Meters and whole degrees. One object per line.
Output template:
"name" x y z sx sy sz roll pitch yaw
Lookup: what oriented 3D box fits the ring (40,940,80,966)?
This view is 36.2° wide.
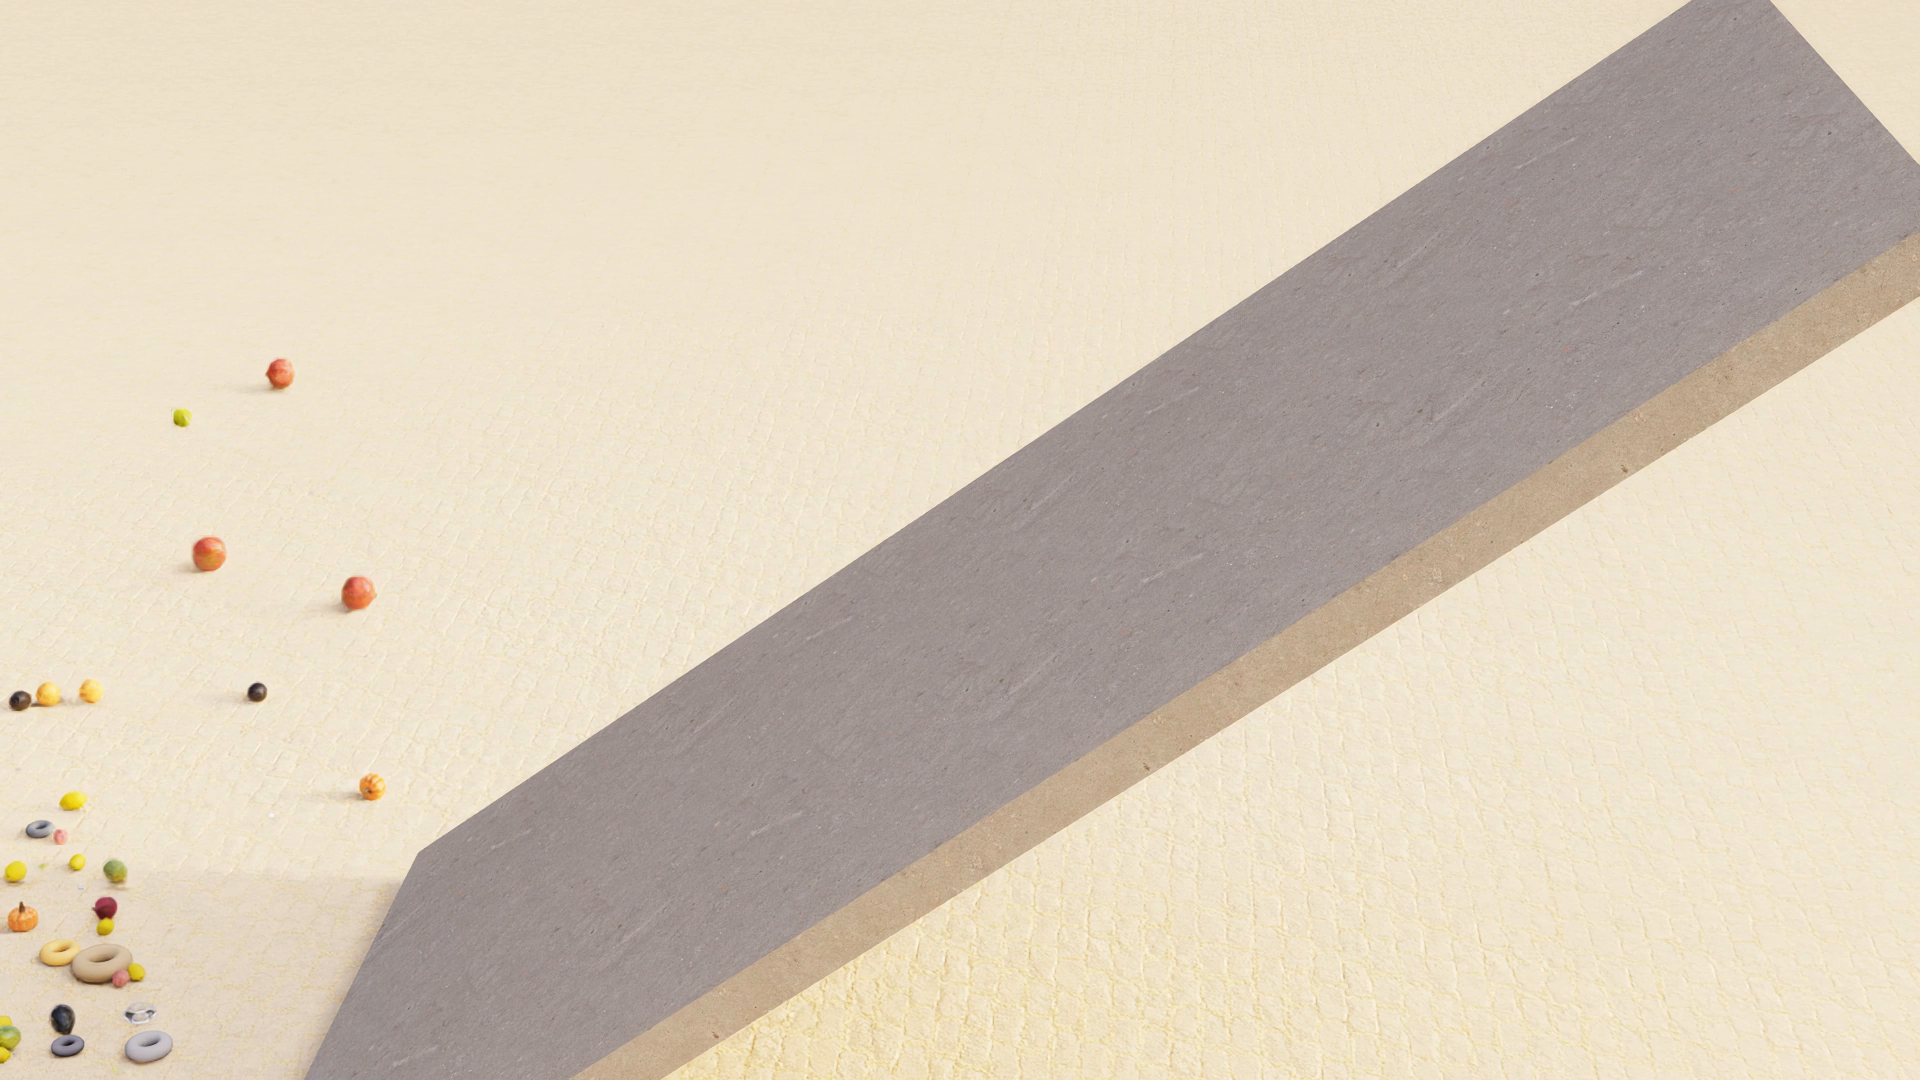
"ring" -2.270 1.040 7.420 0.101 0.034 0.101 1 22 0

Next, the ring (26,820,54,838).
"ring" -2.516 0.791 8.042 0.077 0.026 0.077 0 24 0

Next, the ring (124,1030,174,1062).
"ring" -1.932 1.206 7.006 0.112 0.037 0.112 -1 21 0

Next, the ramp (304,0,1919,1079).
"ramp" 0.131 0.177 6.316 4.000 0.100 2.000 -34 16 16

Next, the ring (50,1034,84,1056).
"ring" -2.129 1.207 7.019 0.078 0.026 0.078 0 21 0

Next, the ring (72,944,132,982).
"ring" -2.145 1.058 7.355 0.149 0.050 0.149 0 21 0

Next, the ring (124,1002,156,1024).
"ring" -1.995 1.150 7.158 0.078 0.026 0.078 1 23 0
